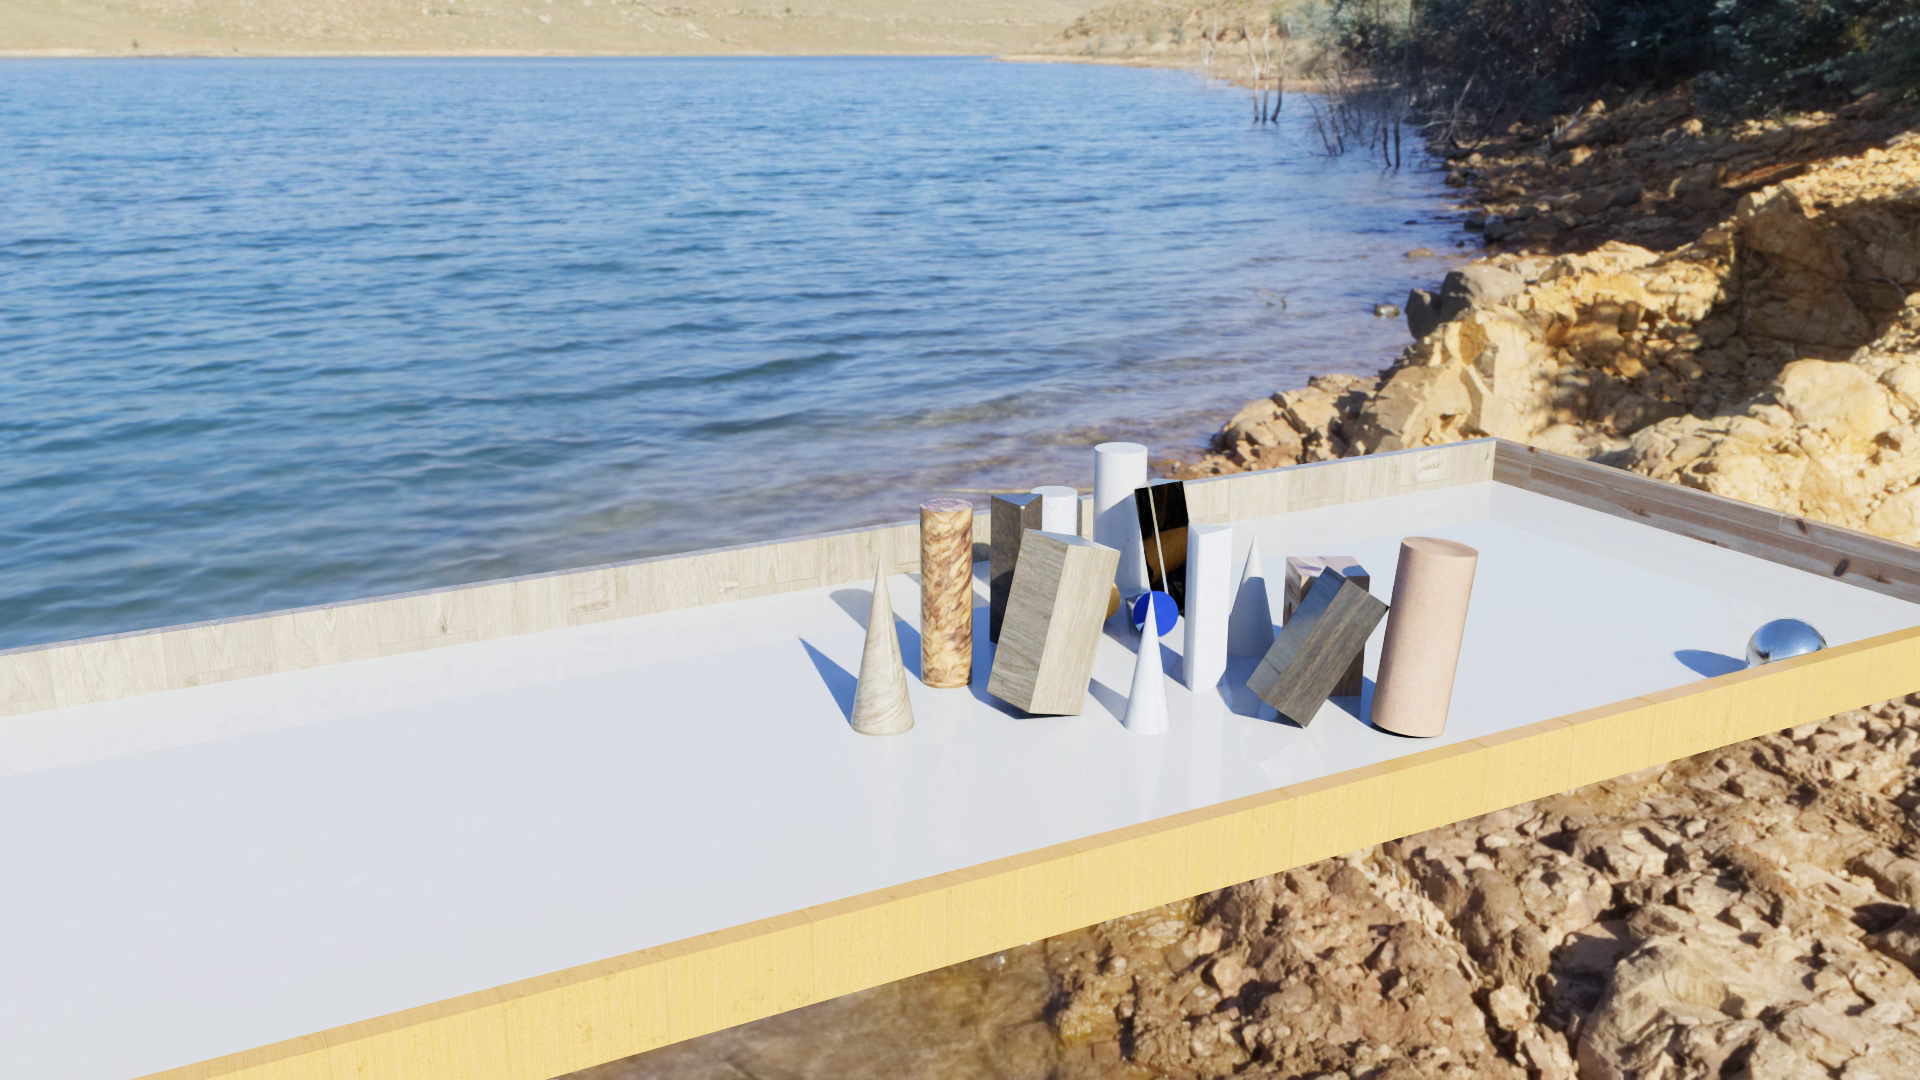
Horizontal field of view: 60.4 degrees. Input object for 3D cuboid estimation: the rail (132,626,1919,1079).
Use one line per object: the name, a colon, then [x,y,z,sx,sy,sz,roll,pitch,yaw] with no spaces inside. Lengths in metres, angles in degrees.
rail: [-2.336,1.006,1.665,12.000,0.150,0.050,-9,18,-27]

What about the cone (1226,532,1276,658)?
cone: [0.766,0.132,4.325,0.146,0.327,0.146,0,16,0]

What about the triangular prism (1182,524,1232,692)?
triangular prism: [0.592,0.163,4.080,0.109,0.406,0.094,-12,20,-36]

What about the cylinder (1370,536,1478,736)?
cylinder: [1.070,0.222,3.809,0.172,0.430,0.172,6,15,-2]

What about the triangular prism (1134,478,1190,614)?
triangular prism: [0.580,0.016,4.637,0.134,0.369,0.116,-10,10,2]

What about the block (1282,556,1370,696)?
block: [0.900,0.212,4.083,0.165,0.310,0.165,-1,16,-2]

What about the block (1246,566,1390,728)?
block: [0.836,0.249,3.868,0.129,0.340,0.129,32,6,-14]

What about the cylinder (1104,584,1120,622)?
cylinder: [0.285,0.215,4.399,0.127,0.127,0.453,8,18,26]

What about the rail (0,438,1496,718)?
rail: [-3.305,0.497,3.399,12.000,0.150,0.050,-9,18,-27]

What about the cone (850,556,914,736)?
cone: [-0.182,0.229,3.821,0.152,0.425,0.152,0,16,0]

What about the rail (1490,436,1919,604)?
rail: [2.466,-0.048,5.253,0.050,0.150,2.100,-9,18,-27]

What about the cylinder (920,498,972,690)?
cylinder: [-0.034,0.134,4.092,0.130,0.456,0.130,0,16,0]

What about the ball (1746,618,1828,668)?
ball: [2.033,0.286,4.053,0.185,0.185,0.185,0,16,0]

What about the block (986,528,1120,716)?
block: [0.222,0.195,3.921,0.165,0.404,0.165,7,9,-38]

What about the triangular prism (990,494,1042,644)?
triangular prism: [0.168,0.082,4.359,0.117,0.404,0.136,-11,20,-34]

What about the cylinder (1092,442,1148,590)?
cylinder: [0.470,-0.071,4.866,0.154,0.411,0.154,0,16,0]

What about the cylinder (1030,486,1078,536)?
cylinder: [0.259,0.037,4.595,0.129,0.356,0.129,0,16,0]

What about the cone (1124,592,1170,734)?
cone: [0.439,0.276,3.828,0.111,0.332,0.111,0,16,0]

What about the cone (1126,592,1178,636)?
cone: [0.504,0.184,4.620,0.126,0.126,0.338,-2,6,-8]
